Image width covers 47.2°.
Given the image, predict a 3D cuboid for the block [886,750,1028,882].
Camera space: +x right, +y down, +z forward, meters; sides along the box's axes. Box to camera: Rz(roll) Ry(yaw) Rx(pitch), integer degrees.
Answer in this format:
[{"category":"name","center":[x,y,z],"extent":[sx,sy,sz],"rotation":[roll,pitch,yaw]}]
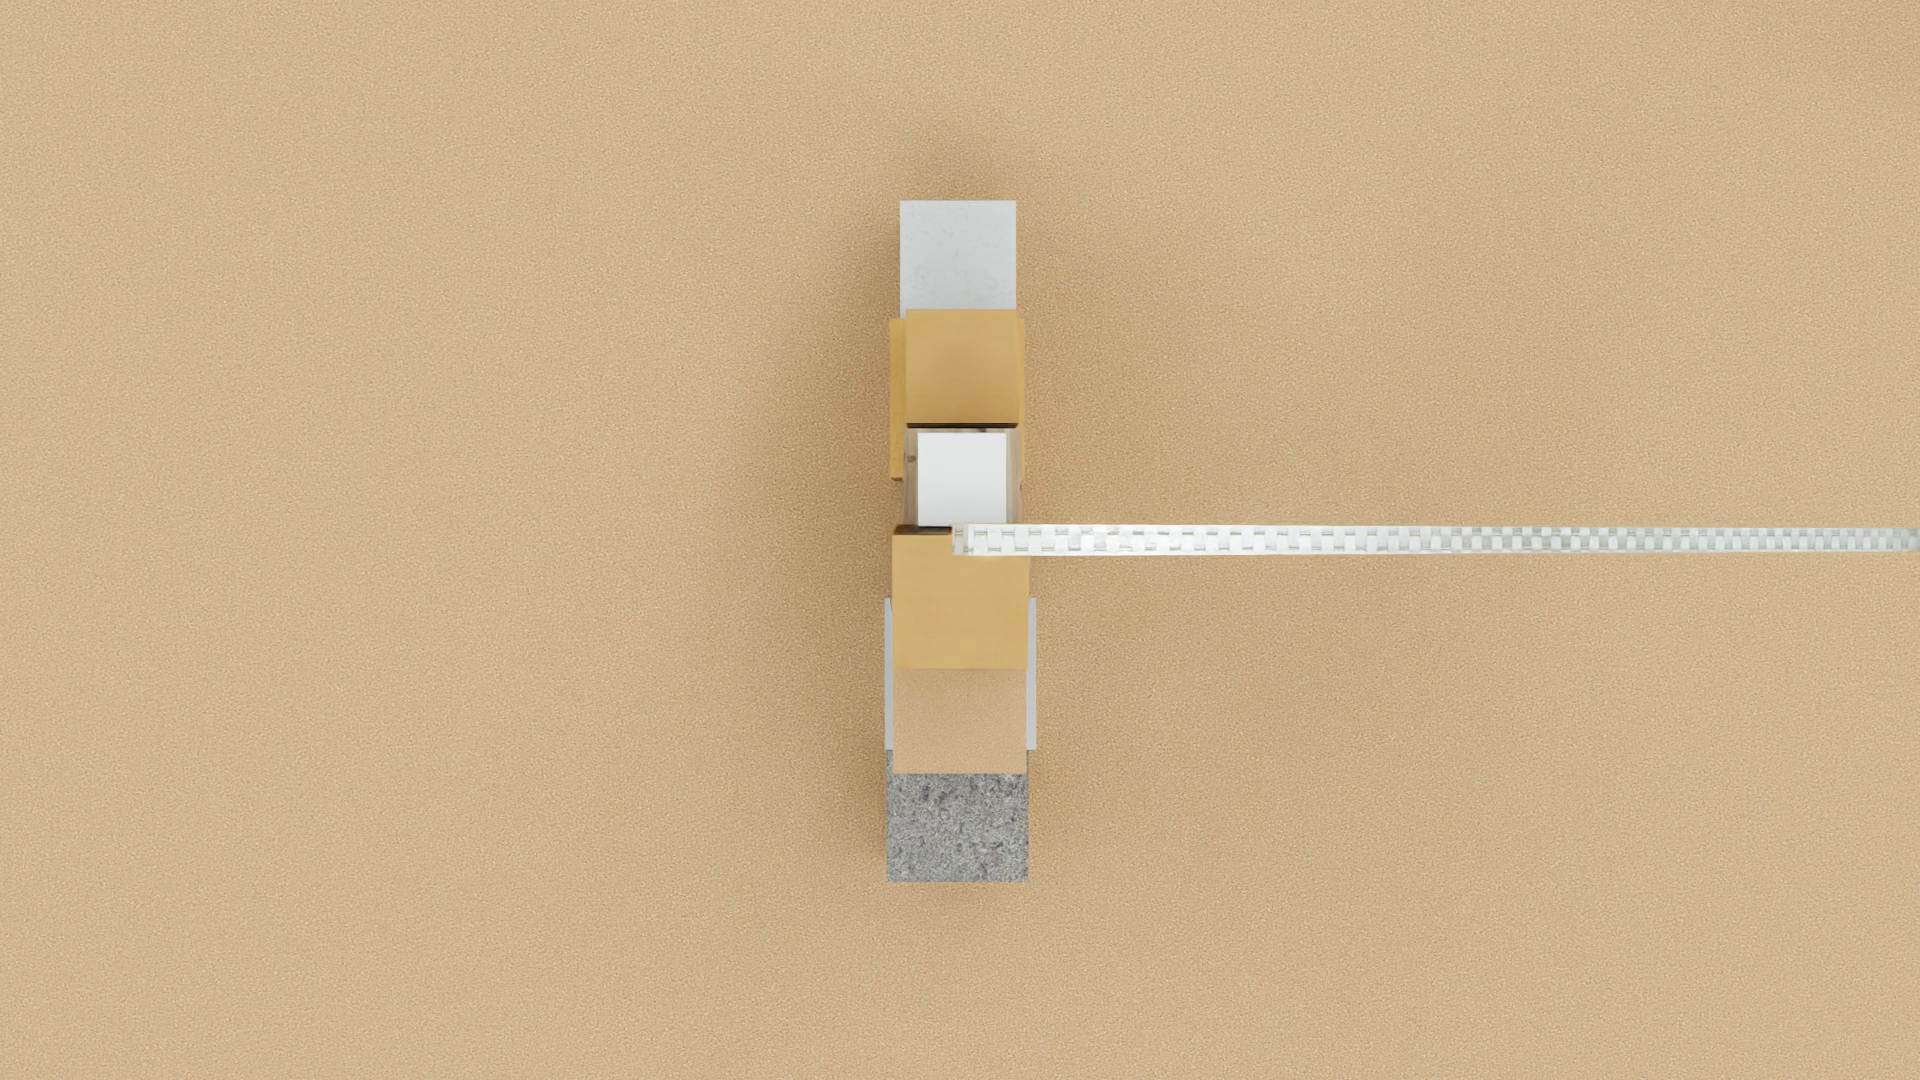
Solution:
[{"category":"block","center":[-0.014,1.537,12.625],"extent":[0.790,0.751,0.739],"rotation":[0,90,0]}]

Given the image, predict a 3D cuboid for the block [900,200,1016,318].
[{"category":"block","center":[-0.011,-1.572,12.678],"extent":[0.650,0.643,0.670],"rotation":[0,90,0]}]

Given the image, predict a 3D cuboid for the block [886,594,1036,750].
[{"category":"block","center":[0.003,0.740,12.577],"extent":[0.835,0.846,0.837],"rotation":[0,90,0]}]

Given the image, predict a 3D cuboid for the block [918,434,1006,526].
[{"category":"block","center":[0.011,-0.309,11.233],"extent":[0.440,0.477,0.463],"rotation":[0,92,0]}]

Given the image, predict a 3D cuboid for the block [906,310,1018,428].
[{"category":"block","center":[0.012,-0.914,11.860],"extent":[0.593,0.635,0.597],"rotation":[0,90,0]}]

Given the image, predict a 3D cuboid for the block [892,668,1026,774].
[{"category":"block","center":[-0.001,0.895,11.789],"extent":[0.694,0.727,0.637],"rotation":[0,90,0]}]

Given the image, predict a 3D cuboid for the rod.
[{"category":"rod","center":[2.212,0.000,7.021],"extent":[5.200,0.080,0.080],"rotation":[0,90,-32]}]

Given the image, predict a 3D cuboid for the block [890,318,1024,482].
[{"category":"block","center":[-0.015,-0.787,12.589],"extent":[0.745,0.823,0.880],"rotation":[0,90,0]}]

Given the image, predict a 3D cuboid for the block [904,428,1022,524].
[{"category":"block","center":[0.014,-0.263,11.826],"extent":[0.617,0.707,0.663],"rotation":[0,92,0]}]

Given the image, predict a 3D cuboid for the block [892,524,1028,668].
[{"category":"block","center":[0.003,0.273,11.143],"extent":[0.667,0.712,0.655],"rotation":[0,95,0]}]
